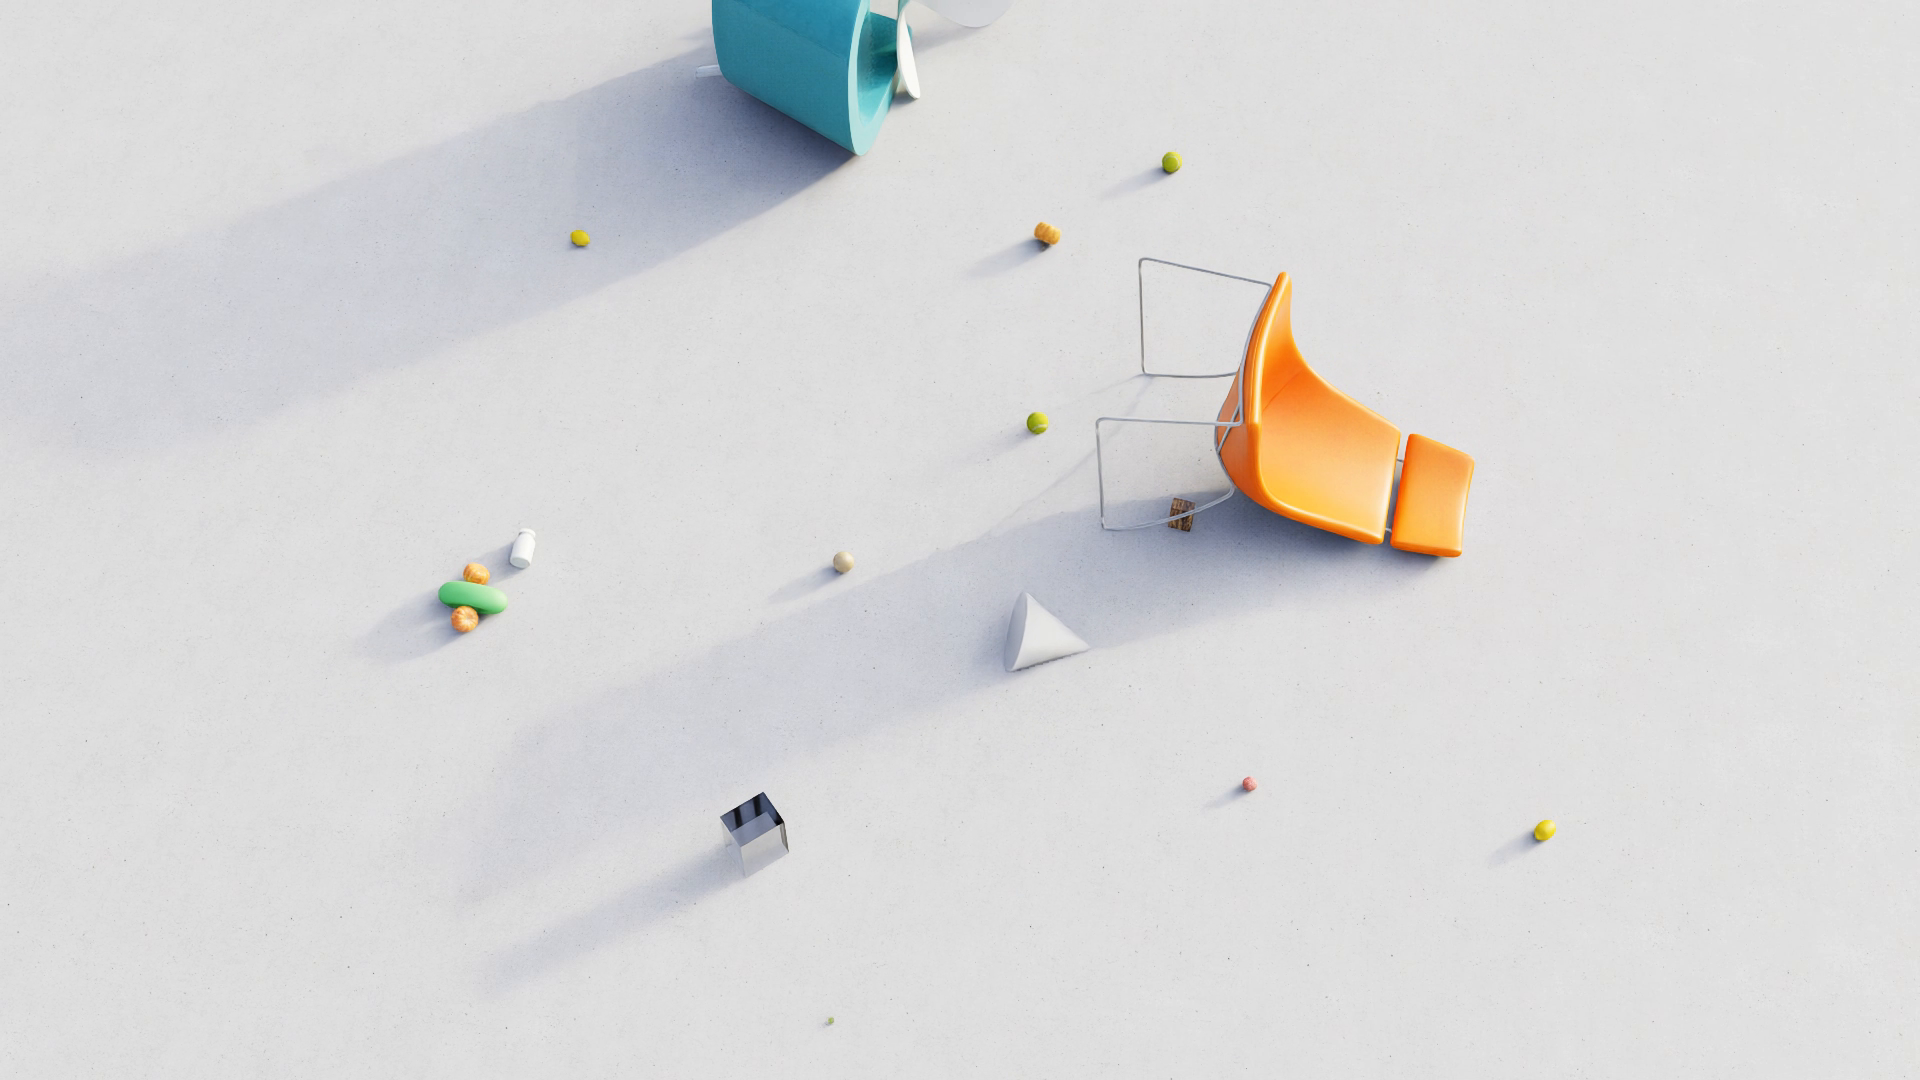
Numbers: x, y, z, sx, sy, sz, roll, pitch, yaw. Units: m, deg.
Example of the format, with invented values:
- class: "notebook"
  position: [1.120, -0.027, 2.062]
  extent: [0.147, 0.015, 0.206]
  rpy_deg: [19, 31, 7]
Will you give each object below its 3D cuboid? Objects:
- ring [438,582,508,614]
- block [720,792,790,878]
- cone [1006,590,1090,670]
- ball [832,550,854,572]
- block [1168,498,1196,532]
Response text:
- class: "ring"
  position: [-1.419, 0.168, 6.408]
  extent: [0.208, 0.091, 0.069]
  rpy_deg: [10, 70, 4]
- class: "block"
  position: [-0.553, 0.795, 5.926]
  extent: [0.136, 0.189, 0.109]
  rpy_deg: [-29, 61, -18]
- class: "cone"
  position: [0.271, 0.286, 6.334]
  extent: [0.234, 0.158, 0.238]
  rpy_deg: [13, 74, -15]
- class: "ball"
  position: [-0.344, 0.064, 6.492]
  extent: [0.064, 0.064, 0.064]
  rpy_deg: [0, 56, 0]
- class: "block"
  position: [0.662, -0.075, 6.563]
  extent: [0.066, 0.102, 0.038]
  rpy_deg: [14, 57, 9]
